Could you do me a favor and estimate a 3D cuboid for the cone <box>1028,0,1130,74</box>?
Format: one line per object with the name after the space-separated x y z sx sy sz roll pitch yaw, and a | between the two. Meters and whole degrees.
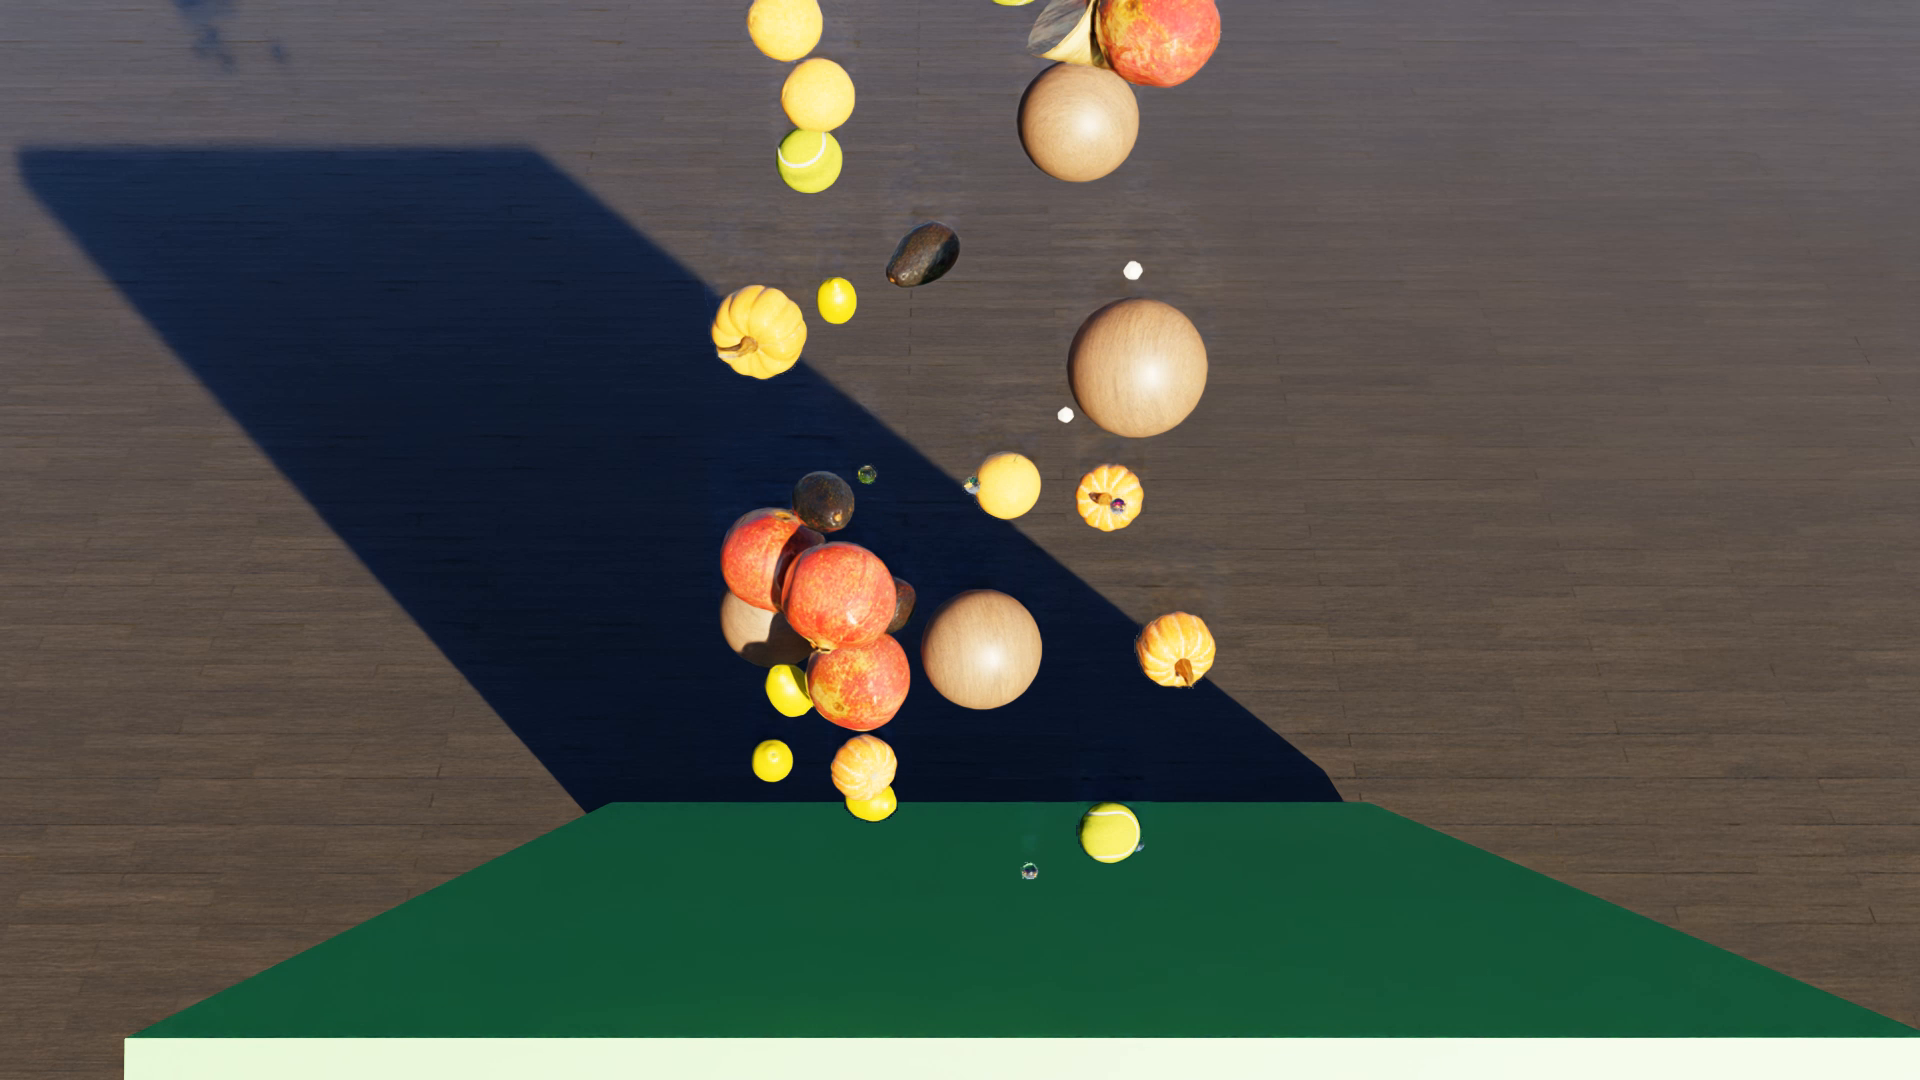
0.125 -0.454 2.385 0.090 0.090 0.090 35 25 -26 | cone

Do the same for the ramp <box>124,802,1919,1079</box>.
0.079 0.671 4.864 2.000 0.100 4.000 0 -2 0 | ramp
